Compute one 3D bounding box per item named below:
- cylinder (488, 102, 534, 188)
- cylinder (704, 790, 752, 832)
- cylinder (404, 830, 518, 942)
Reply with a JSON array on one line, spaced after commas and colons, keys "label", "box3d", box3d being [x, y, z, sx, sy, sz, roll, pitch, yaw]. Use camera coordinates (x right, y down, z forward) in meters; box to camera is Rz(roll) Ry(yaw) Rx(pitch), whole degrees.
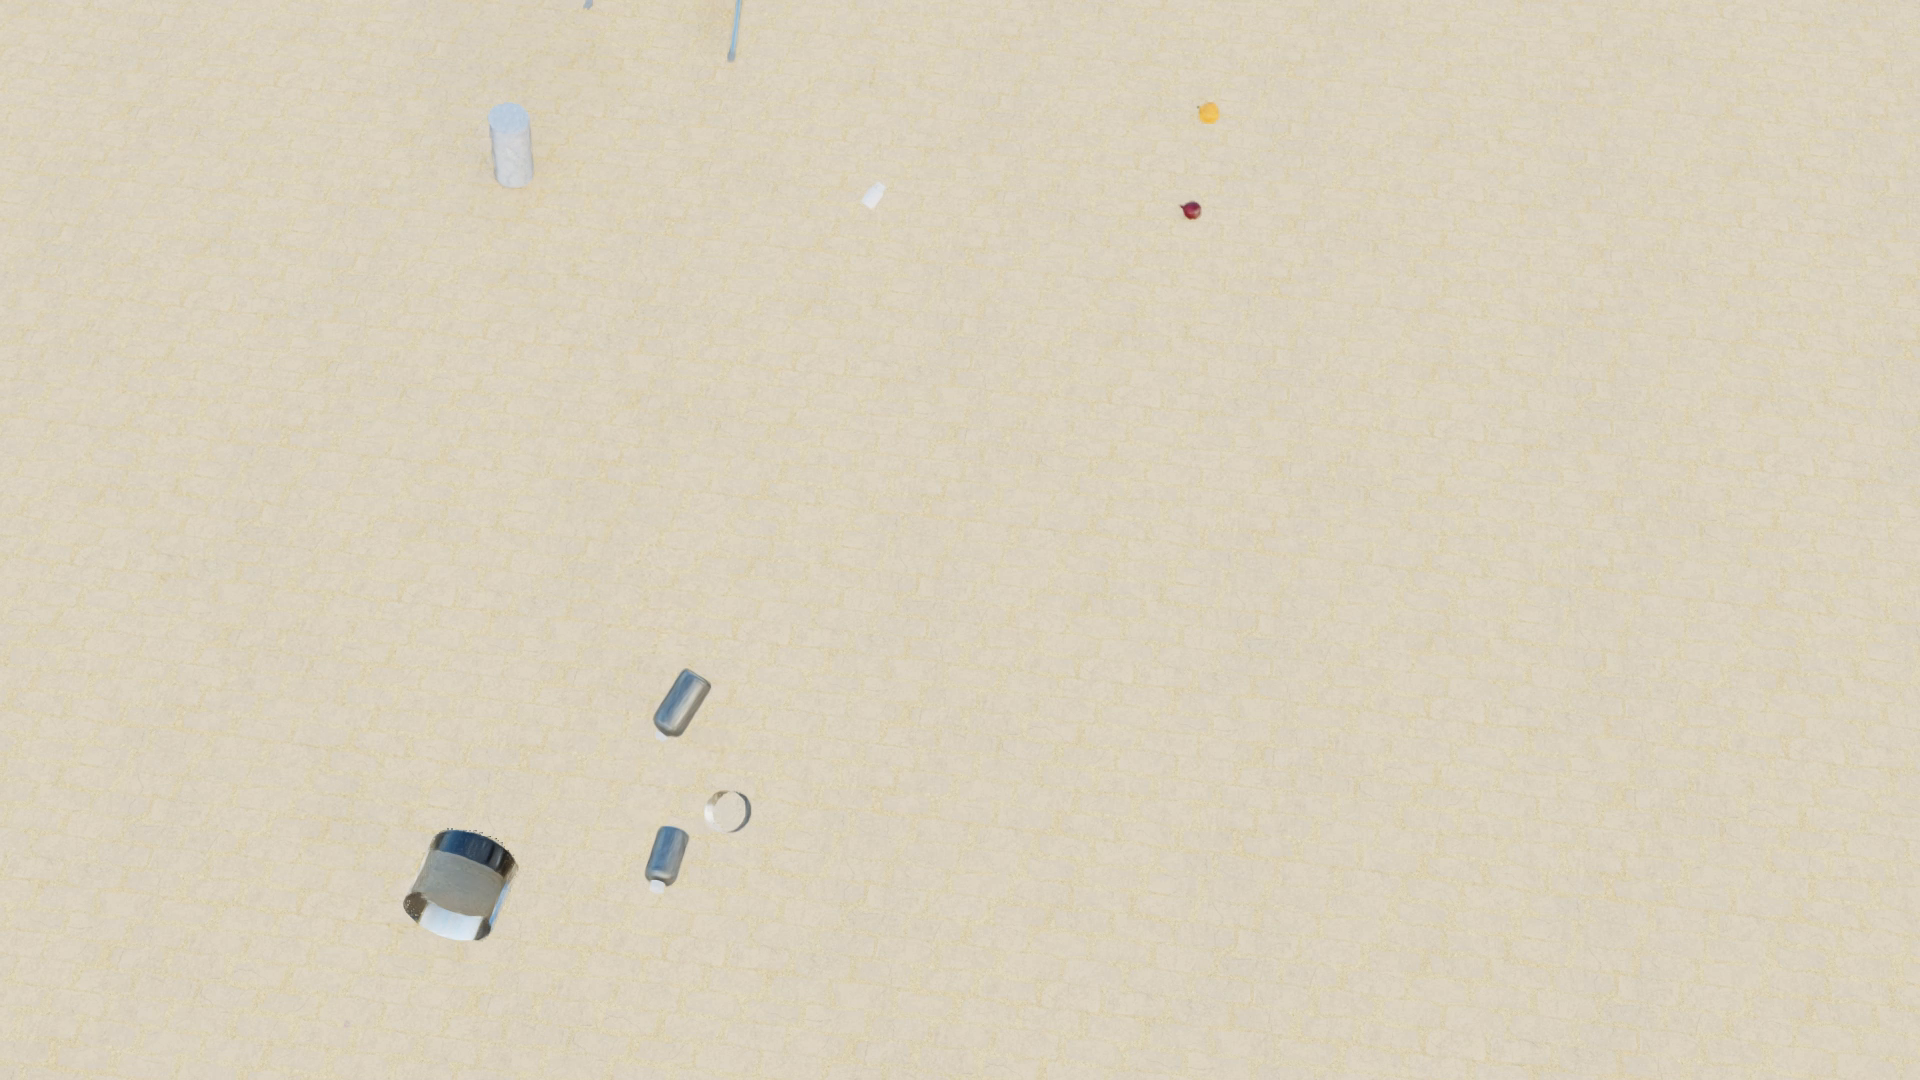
[{"label": "cylinder", "box3d": [-1.484, -1.303, 7.269, 0.132, 0.282, 0.128, 15, 60, 1]}, {"label": "cylinder", "box3d": [-0.528, 0.618, 5.007, 0.090, 0.057, 0.094, 42, 71, -19]}, {"label": "cylinder", "box3d": [-1.319, 0.913, 5.811, 0.240, 0.221, 0.196, 13, 48, 5]}]
